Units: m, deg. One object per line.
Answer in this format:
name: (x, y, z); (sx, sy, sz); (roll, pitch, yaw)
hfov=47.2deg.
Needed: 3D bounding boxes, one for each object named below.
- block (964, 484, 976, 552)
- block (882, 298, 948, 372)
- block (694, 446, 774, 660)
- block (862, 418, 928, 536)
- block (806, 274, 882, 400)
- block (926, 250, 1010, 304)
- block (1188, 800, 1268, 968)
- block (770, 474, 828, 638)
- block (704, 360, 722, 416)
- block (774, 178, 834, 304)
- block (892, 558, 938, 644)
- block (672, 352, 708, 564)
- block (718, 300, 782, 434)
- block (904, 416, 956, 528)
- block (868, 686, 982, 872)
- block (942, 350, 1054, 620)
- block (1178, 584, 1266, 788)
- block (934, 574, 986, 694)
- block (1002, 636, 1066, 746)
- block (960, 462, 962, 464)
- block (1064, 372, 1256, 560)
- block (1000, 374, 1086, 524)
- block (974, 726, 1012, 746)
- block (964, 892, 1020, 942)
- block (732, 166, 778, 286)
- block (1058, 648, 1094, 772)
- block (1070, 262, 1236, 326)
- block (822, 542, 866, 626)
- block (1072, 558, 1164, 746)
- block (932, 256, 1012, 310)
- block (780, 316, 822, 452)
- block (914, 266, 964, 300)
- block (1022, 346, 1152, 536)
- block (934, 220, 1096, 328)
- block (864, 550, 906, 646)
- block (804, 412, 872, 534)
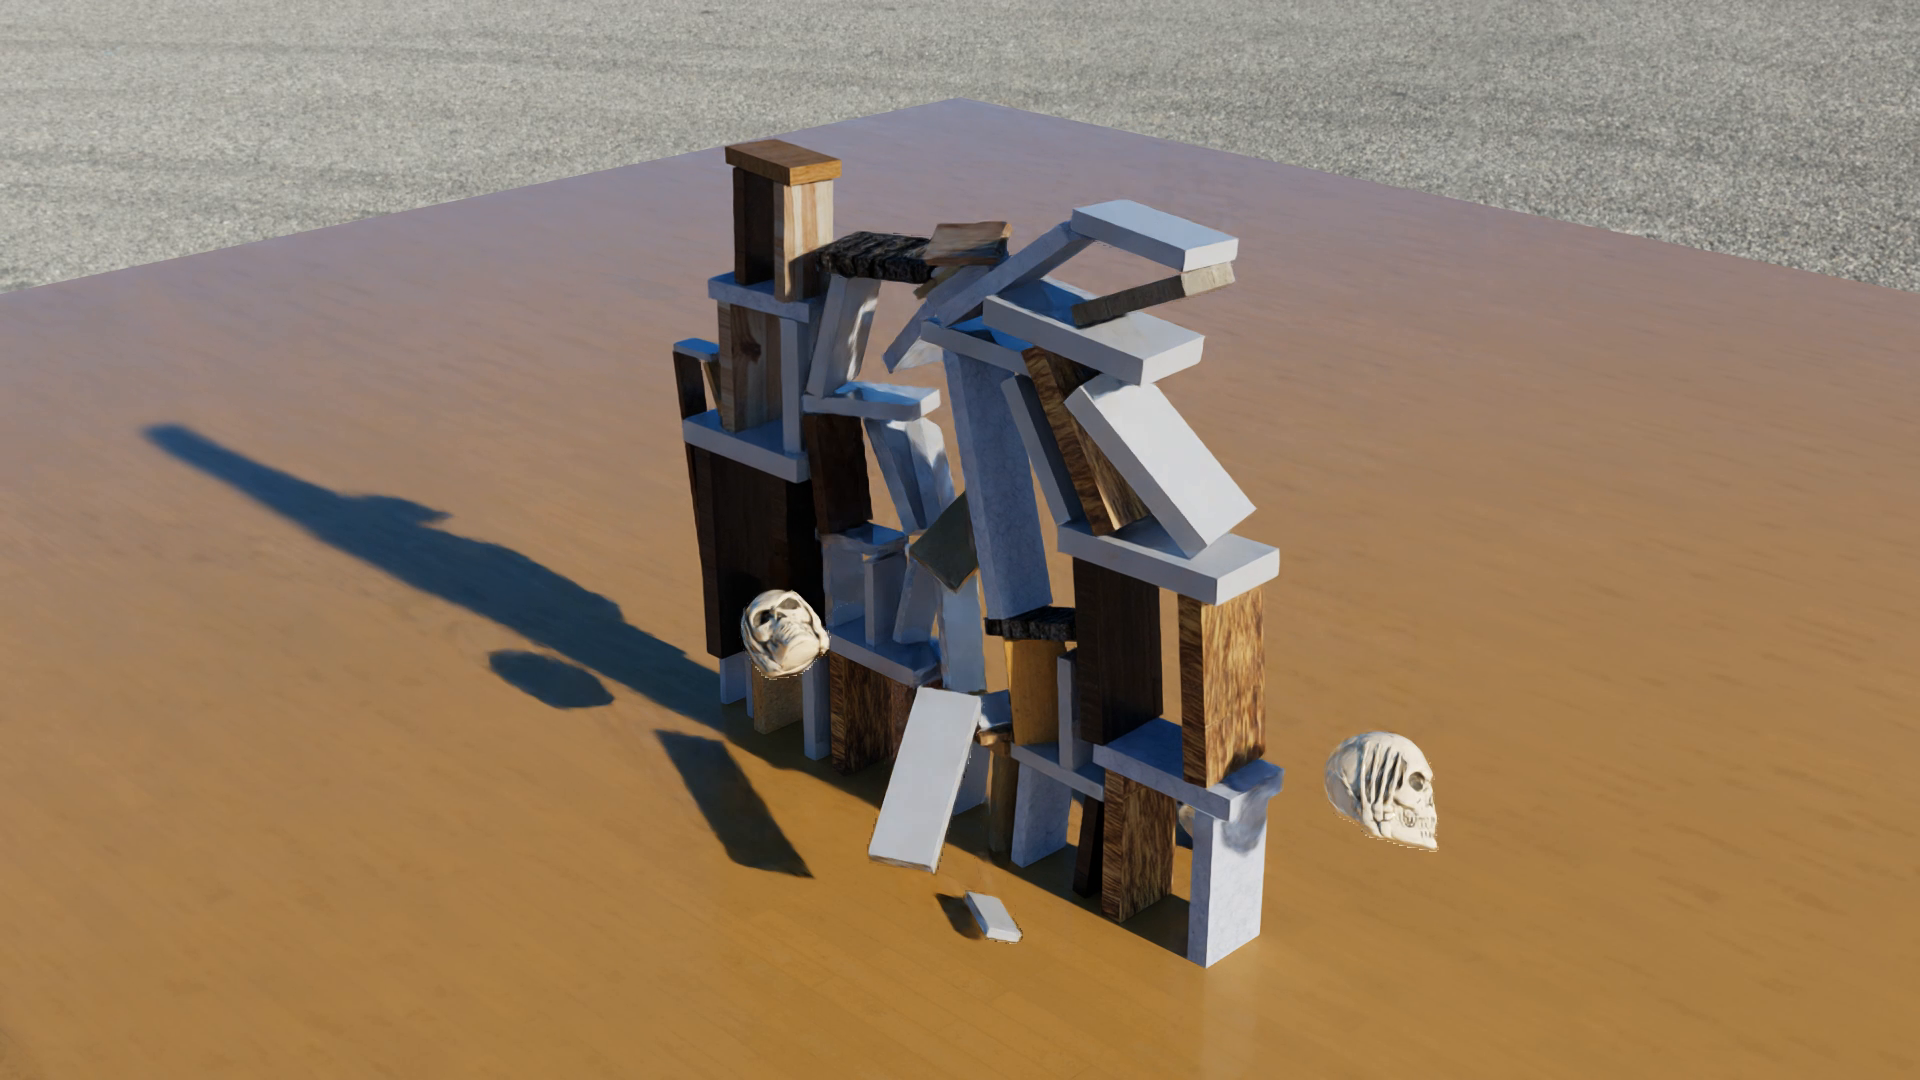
block: (0.029, -0.178, 4.170); (0.017, 0.399, 0.062); (5, 14, 38)
block: (-0.035, -0.422, 4.289); (0.137, 0.039, 0.275); (-17, -16, -32)
block: (-0.473, 0.005, 4.734); (0.050, 0.480, 0.176); (20, 30, 41)
block: (-0.106, -0.133, 4.457); (0.035, 0.255, 0.122); (-28, -14, 30)
block: (-0.224, -0.423, 4.320); (0.039, 0.274, 0.137); (29, 37, 18)
block: (0.015, -0.476, 3.982); (0.155, 0.022, 0.077); (-30, -4, 42)
block: (0.481, 0.599, 3.951); (0.044, 0.311, 0.156); (21, 31, 40)
block: (-0.304, 0.011, 4.555); (0.176, 0.353, 0.050); (-21, 30, -41)
block: (-0.495, -0.323, 4.617); (0.058, 0.117, 0.017); (-22, 7, -41)
block: (-0.304, -0.587, 4.274); (0.117, 0.235, 0.033); (-18, 32, -37)
block: (-0.081, 0.120, 4.412); (0.024, 0.172, 0.086); (21, 14, 41)
block: (-0.555, -0.101, 4.779); (0.017, 0.647, 0.058); (13, 26, 44)
block: (-0.428, -0.371, 4.523); (0.039, 0.276, 0.138); (20, 30, 40)
block: (-0.050, -0.120, 4.380); (0.034, 0.240, 0.120); (-17, -14, 17)
block: (-0.062, 0.438, 4.050); (0.120, 0.034, 0.345); (8, 61, 16)
block: (0.071, -0.113, 4.073); (0.136, 0.504, 0.039); (-16, 9, -42)
block: (0.459, 0.237, 3.838); (0.050, 0.352, 0.176); (14, 26, 41)
block: (0.001, 0.187, 4.338); (0.086, 0.229, 0.024); (-8, 7, -32)
block: (0.147, 0.275, 4.117); (0.112, 0.224, 0.032); (-8, 26, -3)
block: (0.057, -0.158, 4.252); (0.103, 0.051, 0.015); (-32, -14, -5)
block: (0.346, -0.145, 3.797); (0.347, 0.049, 0.174); (51, 42, 5)
block: (0.178, -0.176, 3.936); (0.039, 0.272, 0.136); (-21, 2, 45)
block: (0.046, 0.353, 4.223); (0.065, 0.018, 0.131); (-8, 24, -19)
block: (0.060, 0.696, 4.064); (0.065, 0.018, 0.130); (15, 16, -24)
block: (-0.395, -0.635, 4.387); (0.117, 0.235, 0.033); (-21, 32, -40)
block: (0.231, 0.303, 4.062); (0.032, 0.224, 0.112); (18, 30, 41)
block: (0.320, -0.411, 3.676); (0.128, 0.036, 0.256); (-21, 7, -41)
block: (-0.238, 0.079, 4.517); (0.026, 0.182, 0.091); (17, 27, 42)
block: (0.288, 0.177, 3.984); (0.050, 0.352, 0.176); (15, 27, 42)
block: (0.026, -0.459, 3.957); (0.155, 0.022, 0.077); (-30, -4, 43)
block: (-0.307, -0.329, 4.422); (0.039, 0.276, 0.138); (11, 25, 24)
block: (-0.022, -0.478, 4.008); (0.123, 0.017, 0.062); (-29, -3, 39)
block: (0.244, -0.197, 3.867); (0.174, 0.347, 0.049); (-24, 2, -44)
block: (0.109, -0.474, 3.863); (0.128, 0.036, 0.342); (-24, -4, -46)
block: (-0.150, 0.115, 4.433); (0.026, 0.182, 0.091); (21, 31, 41)
block: (-0.245, -0.146, 4.433); (0.035, 0.244, 0.122); (9, 22, 43)
